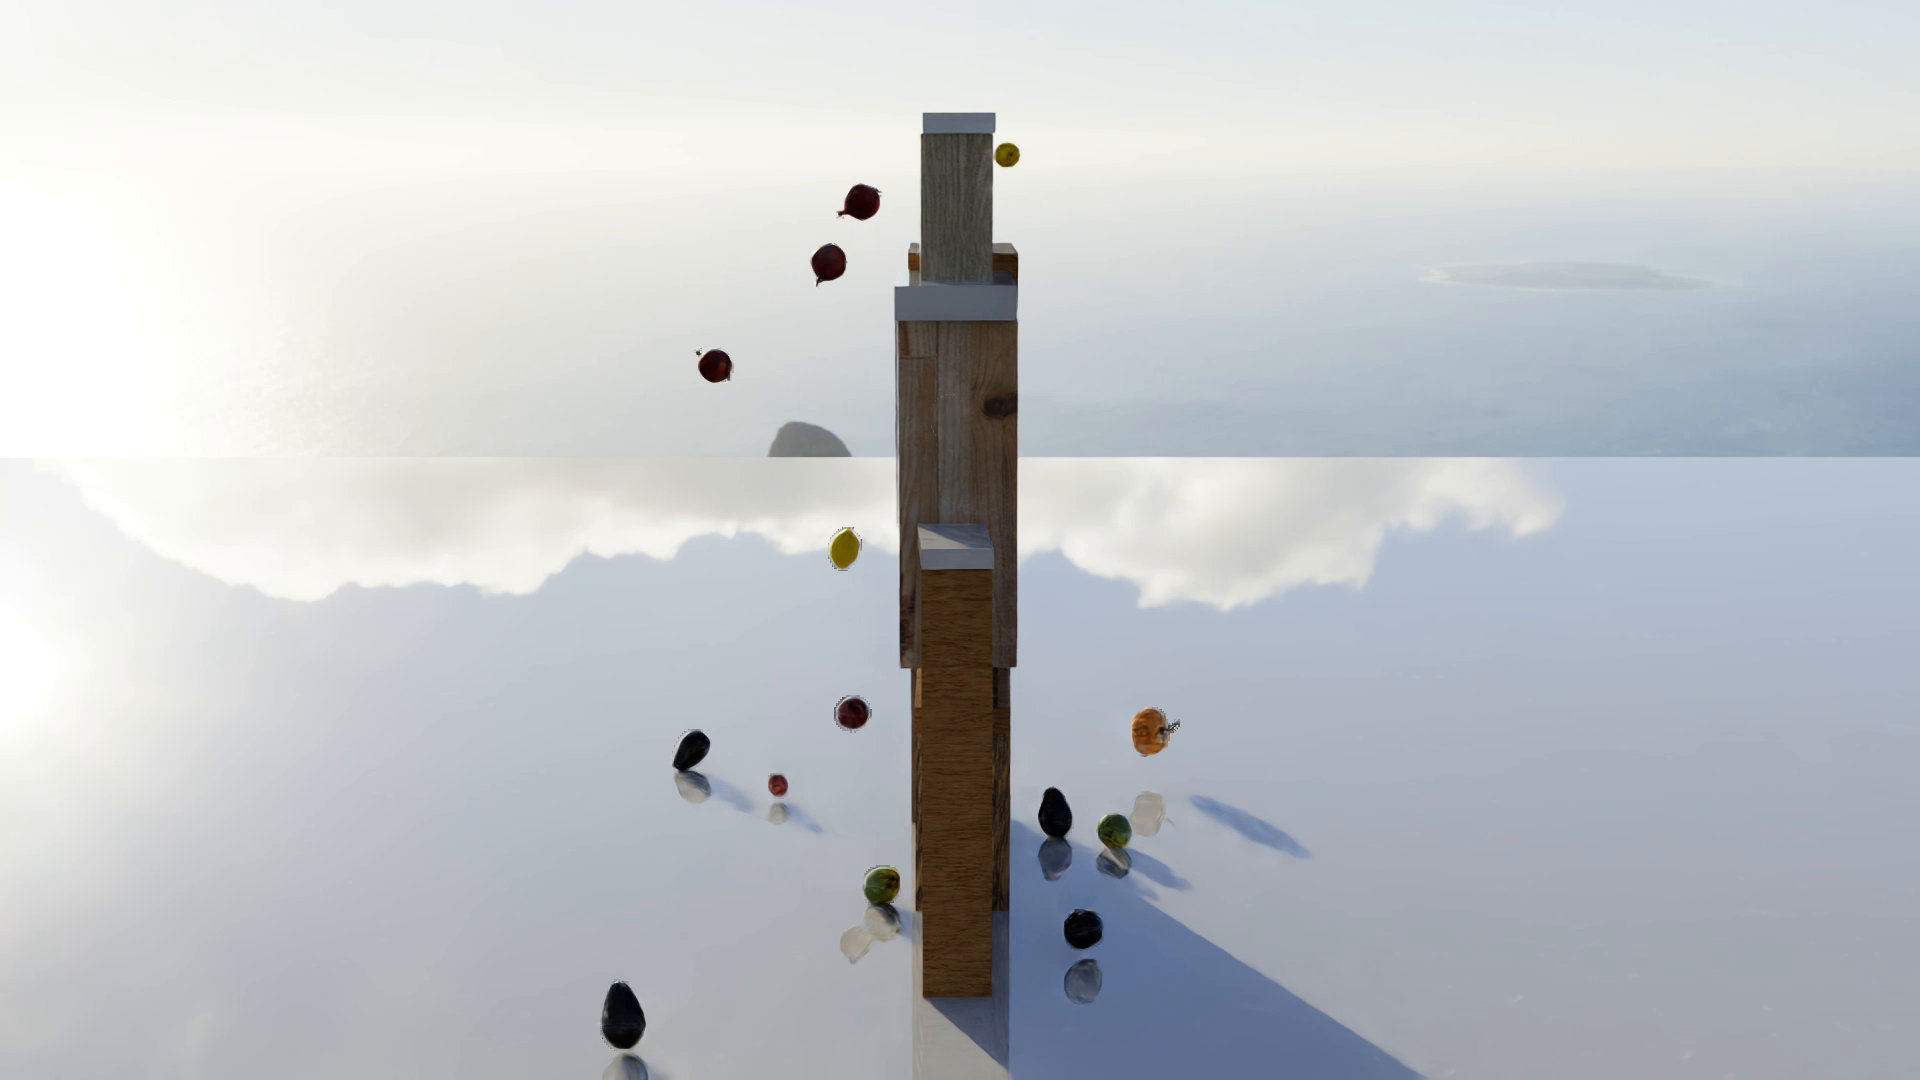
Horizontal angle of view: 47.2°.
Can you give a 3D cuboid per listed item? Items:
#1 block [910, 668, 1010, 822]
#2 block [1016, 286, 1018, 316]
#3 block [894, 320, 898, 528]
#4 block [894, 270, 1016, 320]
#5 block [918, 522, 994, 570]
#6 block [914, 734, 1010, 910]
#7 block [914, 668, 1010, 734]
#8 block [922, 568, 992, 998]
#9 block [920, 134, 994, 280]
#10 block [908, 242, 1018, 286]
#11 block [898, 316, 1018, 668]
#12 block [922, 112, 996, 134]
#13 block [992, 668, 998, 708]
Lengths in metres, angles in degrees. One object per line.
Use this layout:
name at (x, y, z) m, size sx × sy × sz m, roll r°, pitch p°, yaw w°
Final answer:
block at (0.001, 0.023, 3.976) m, size 0.180 × 1.003 × 0.051 m, roll 0°, pitch 11°, yaw 0°
block at (0.003, -0.250, 3.682) m, size 0.180 × 0.360 × 0.051 m, roll 0°, pitch 11°, yaw -2°
block at (-0.013, -0.201, 3.563) m, size 0.180 × 0.359 × 0.051 m, roll 0°, pitch 11°, yaw 2°
block at (-0.008, -0.381, 3.406) m, size 0.180 × 0.051 × 0.359 m, roll 0°, pitch 11°, yaw 0°
block at (-0.008, 0.008, 3.189) m, size 0.102 × 0.029 × 0.203 m, roll -1°, pitch 11°, yaw -3°
block at (0.004, 0.450, 3.582) m, size 0.153 × 0.307 × 0.043 m, roll 0°, pitch 11°, yaw 0°
block at (0.004, 0.259, 3.651) m, size 0.153 × 0.043 × 0.307 m, roll 0°, pitch 11°, yaw 0°
block at (-0.004, 0.352, 3.185) m, size 0.102 × 0.645 × 0.029 m, roll 0°, pitch 11°, yaw 0°
block at (-0.006, -0.503, 3.325) m, size 0.109 × 0.219 × 0.031 m, roll -1°, pitch 13°, yaw -3°
block at (0.003, -0.474, 3.763) m, size 0.180 × 0.051 × 0.360 m, roll 0°, pitch 10°, yaw 0°
block at (-0.004, -0.071, 3.346) m, size 0.180 × 0.535 × 0.051 m, roll -1°, pitch 10°, yaw -3°
block at (-0.004, -0.639, 3.369) m, size 0.109 × 0.031 × 0.219 m, roll 0°, pitch 10°, yaw -1°
block at (0.001, 0.149, 3.481) m, size 0.117 × 0.234 × 0.033 m, roll 0°, pitch 11°, yaw 0°
